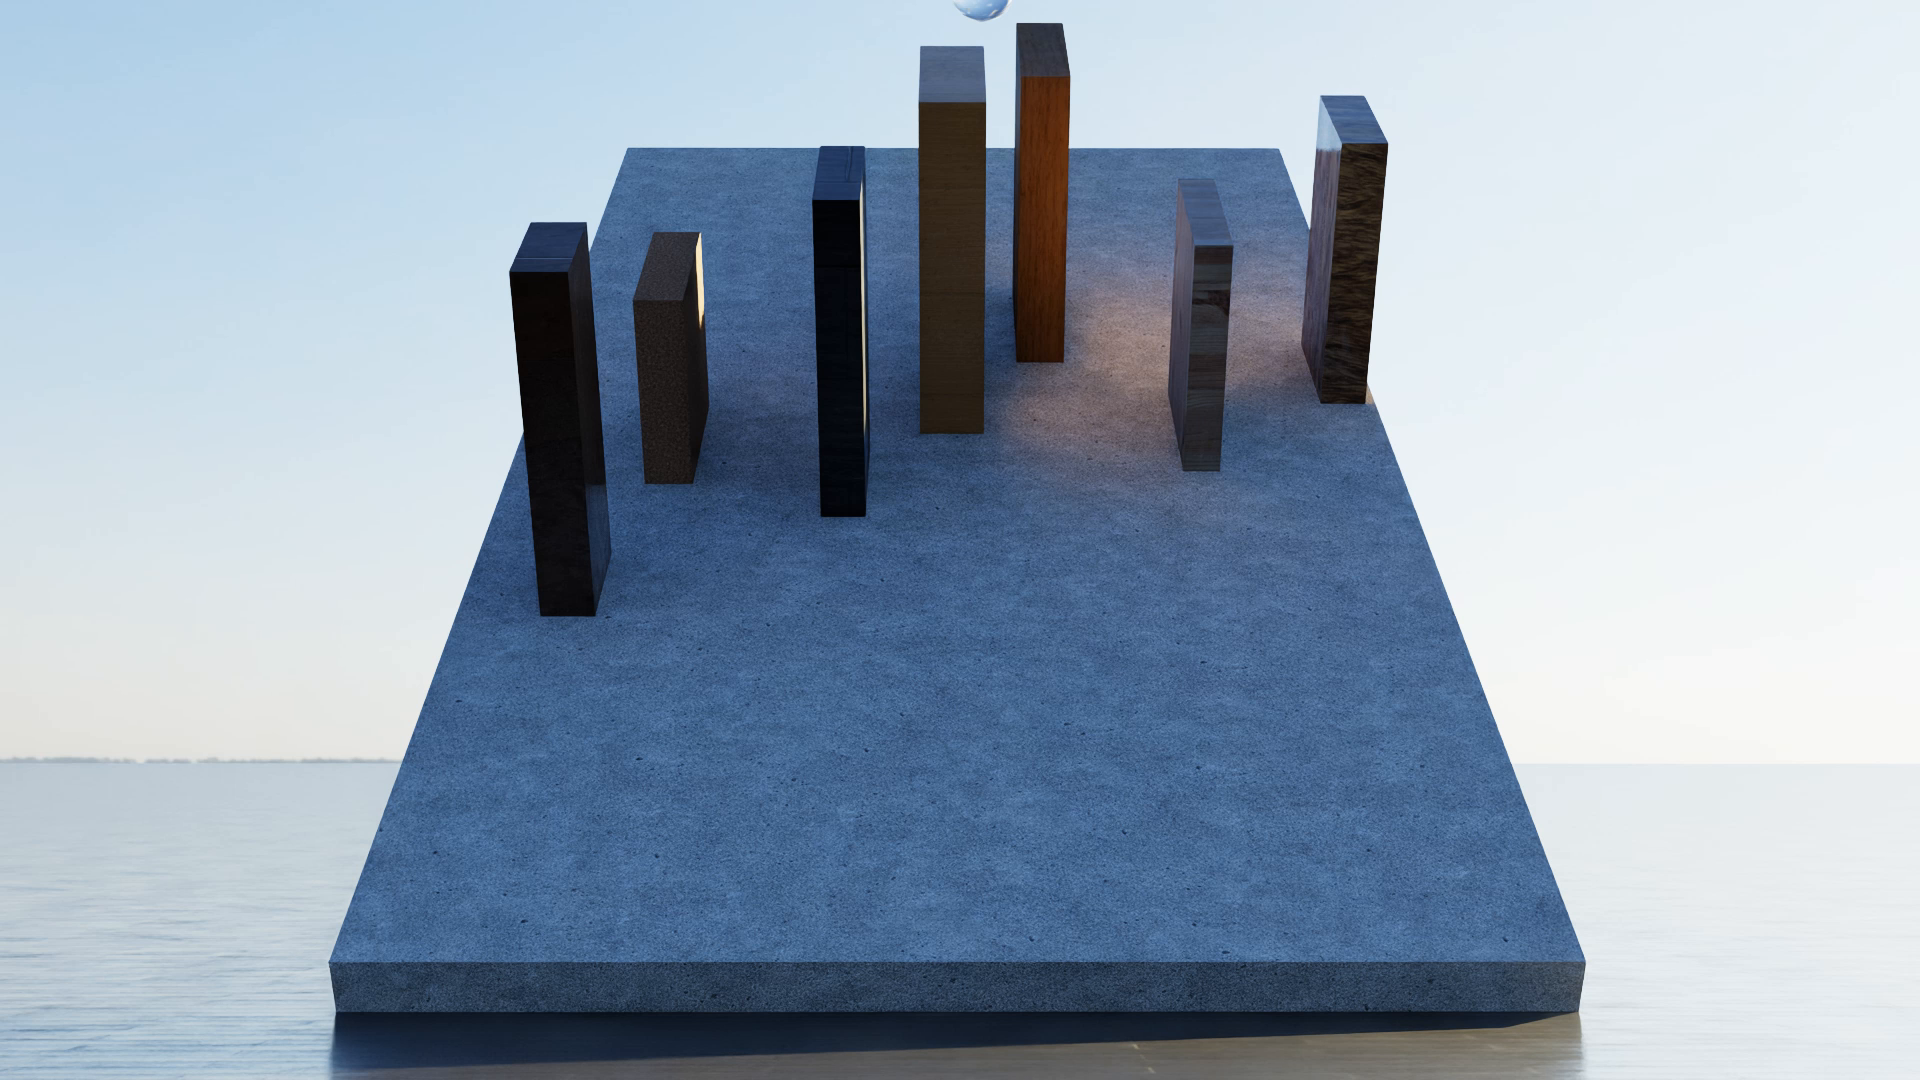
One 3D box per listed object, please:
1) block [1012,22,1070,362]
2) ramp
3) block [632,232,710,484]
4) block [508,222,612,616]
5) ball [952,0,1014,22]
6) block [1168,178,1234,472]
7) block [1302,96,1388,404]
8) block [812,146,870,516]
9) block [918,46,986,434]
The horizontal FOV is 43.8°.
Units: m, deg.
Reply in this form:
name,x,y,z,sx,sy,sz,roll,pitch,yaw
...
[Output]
name,x,y,z,sx,sy,sz,roll,pitch,yaw
block,0.198,-0.863,5.911,0.116,0.724,0.449,0,28,0
ramp,-0.011,-0.223,5.582,2.000,0.100,4.000,0,28,0
block,-0.645,-0.413,5.364,0.107,0.438,0.410,0,28,0
block,-0.783,-0.234,4.707,0.109,0.735,0.263,0,28,0
ball,0.066,-1.592,6.870,0.194,0.194,0.194,0,-5,0
block,0.542,-0.492,5.411,0.082,0.538,0.424,0,28,0
block,0.911,-0.692,5.678,0.106,0.644,0.356,0,28,0
block,-0.252,-0.448,5.130,0.096,0.720,0.339,0,28,0
block,-0.018,-0.695,5.522,0.147,0.791,0.426,0,28,0
